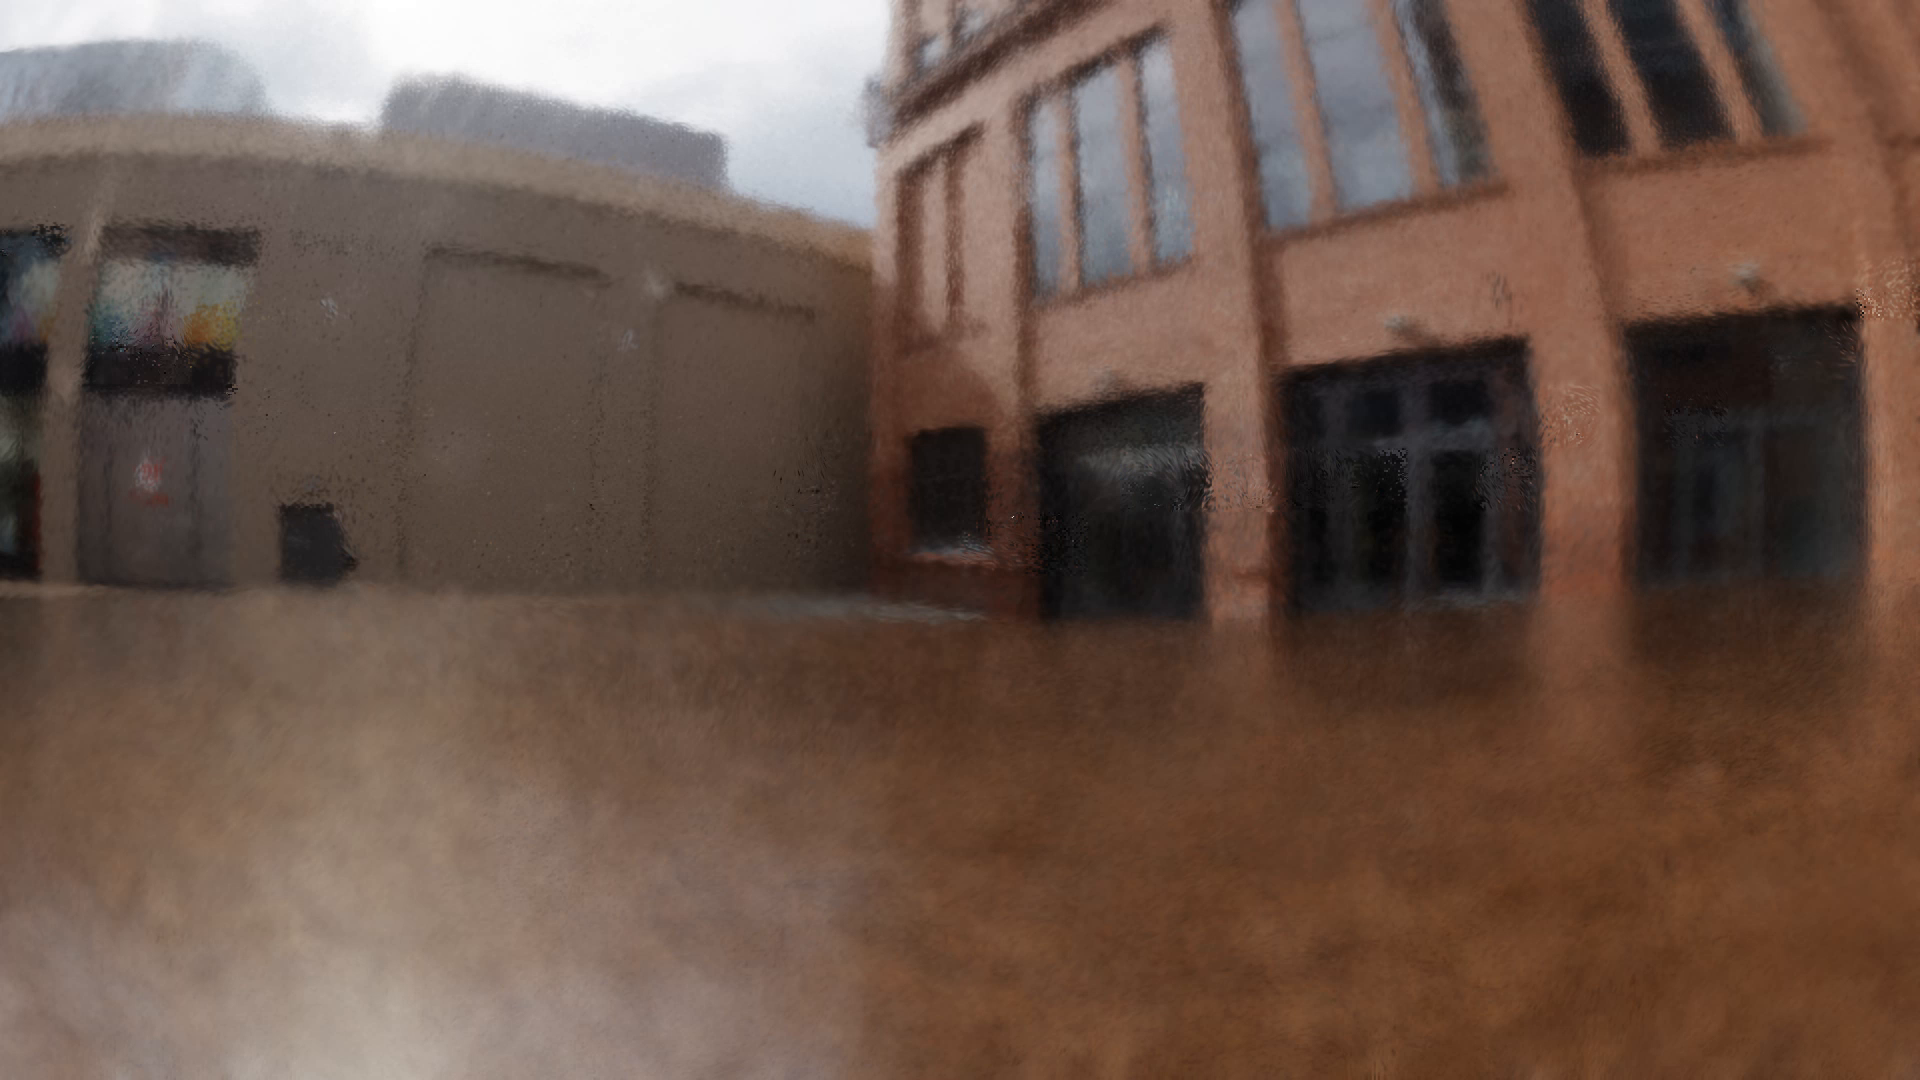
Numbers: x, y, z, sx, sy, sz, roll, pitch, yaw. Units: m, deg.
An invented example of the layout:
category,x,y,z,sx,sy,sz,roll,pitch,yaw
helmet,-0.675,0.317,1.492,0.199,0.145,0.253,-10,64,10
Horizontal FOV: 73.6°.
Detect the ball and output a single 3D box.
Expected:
category,x,y,z,sx,sy,sz,roll,pitch,yaw
ball,0.000,-0.002,0.056,0.080,0.080,0.080,0,4,0
